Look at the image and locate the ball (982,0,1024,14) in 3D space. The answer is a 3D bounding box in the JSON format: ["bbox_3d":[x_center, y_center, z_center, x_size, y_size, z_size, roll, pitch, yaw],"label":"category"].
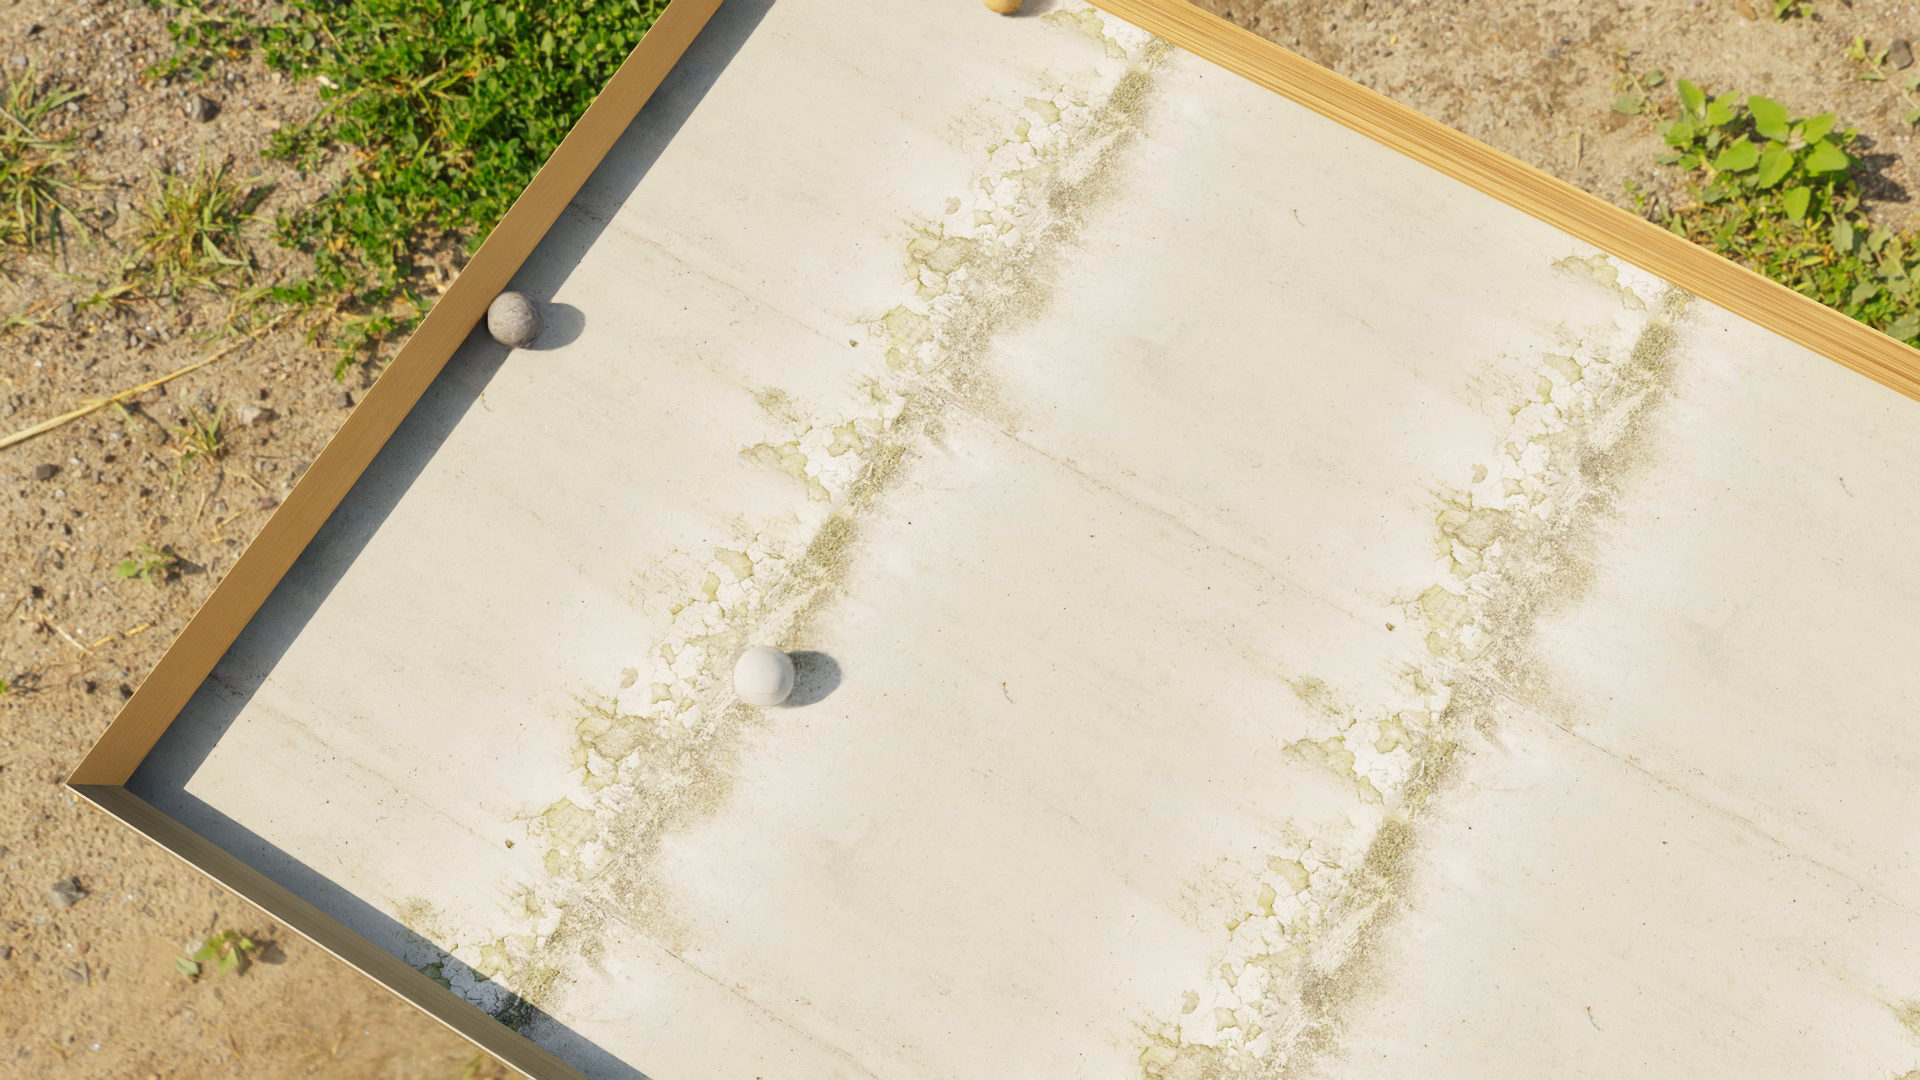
[{"bbox_3d":[0.076,-0.982,3.917,0.086,0.086,0.086,0,67,0],"label":"ball"}]

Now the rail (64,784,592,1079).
[{"bbox_3d":[0.282,1.237,2.957,3.716,0.124,0.045,29,70,11],"label":"rail"}]

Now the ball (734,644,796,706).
[{"bbox_3d":[-0.303,0.210,3.408,0.096,0.096,0.096,0,67,0],"label":"ball"}]

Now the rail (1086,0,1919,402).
[{"bbox_3d":[1.318,-0.381,3.641,3.716,0.124,0.045,29,70,11],"label":"rail"}]

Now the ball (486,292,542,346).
[{"bbox_3d":[-0.740,-0.367,3.655,0.091,0.091,0.091,0,67,0],"label":"ball"}]

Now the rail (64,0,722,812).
[{"bbox_3d":[-0.780,-0.430,3.662,0.045,0.124,2.087,29,70,11],"label":"rail"}]
